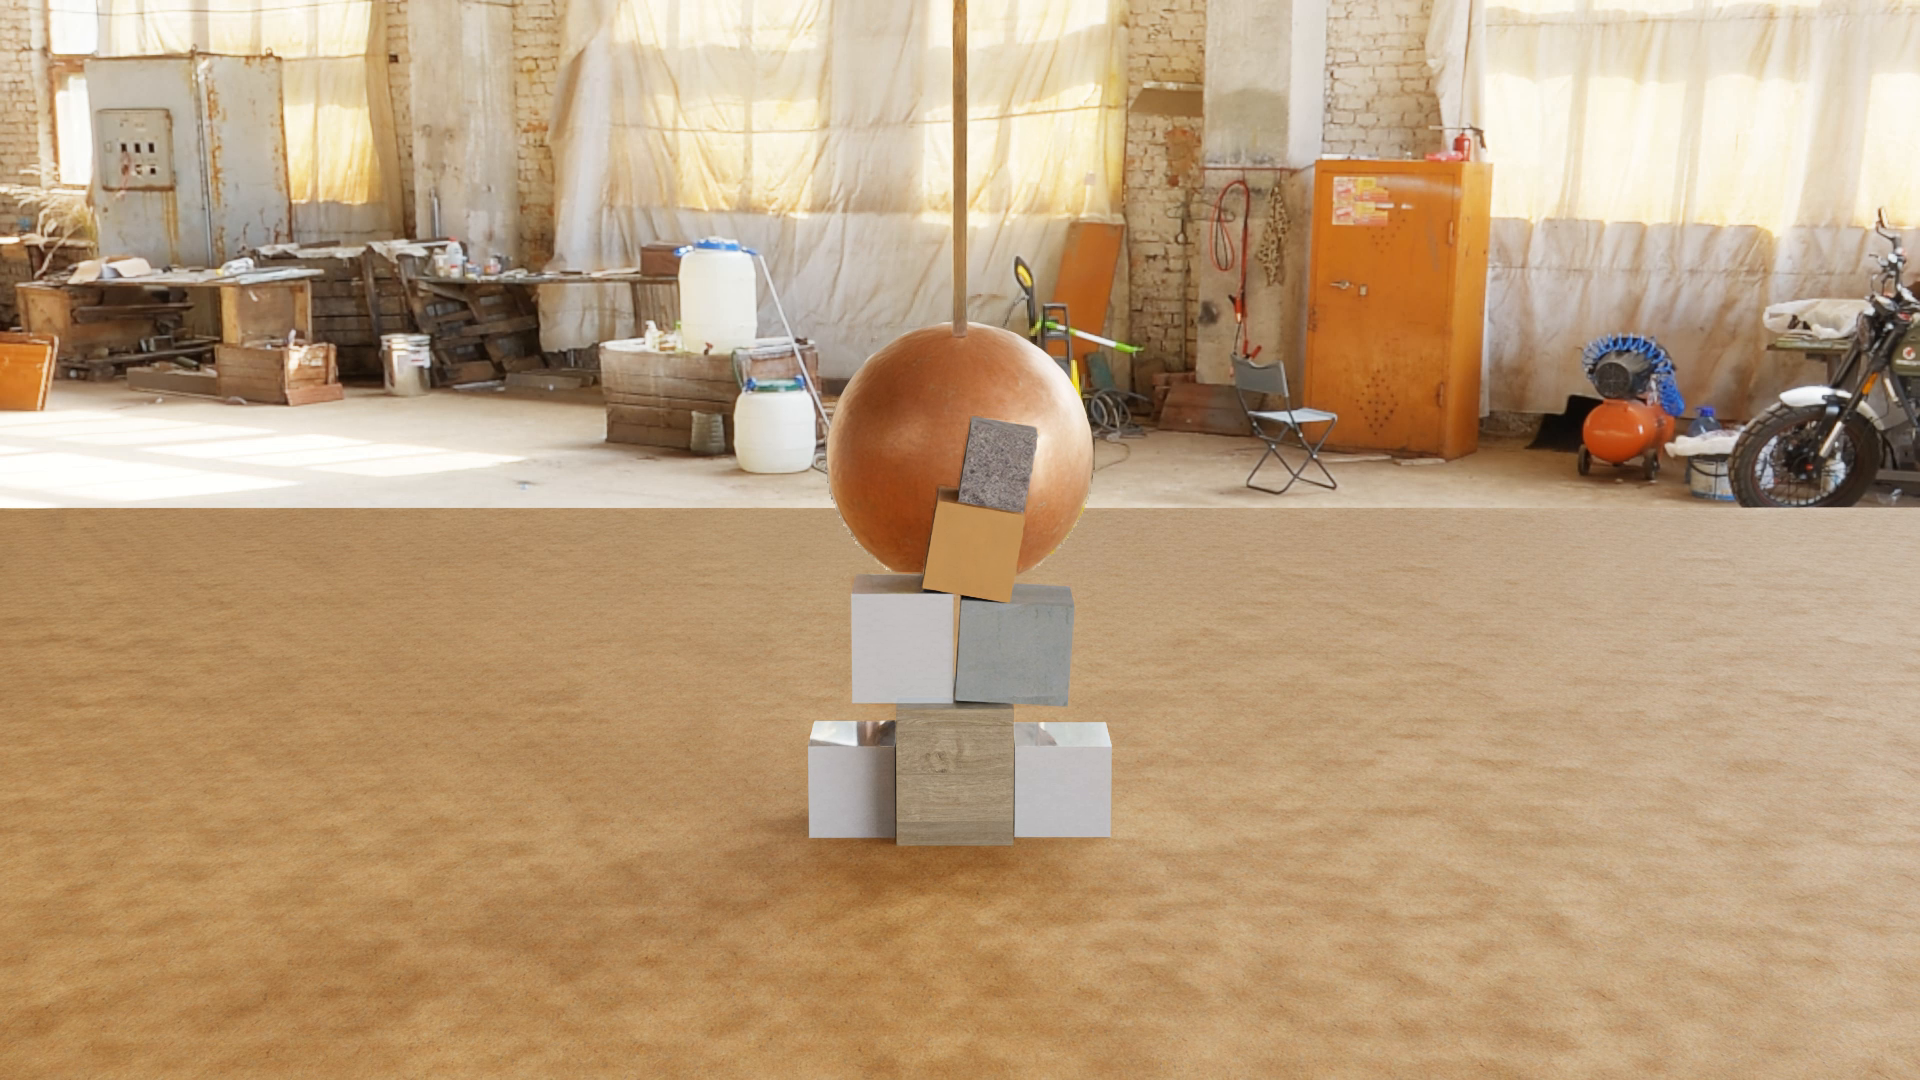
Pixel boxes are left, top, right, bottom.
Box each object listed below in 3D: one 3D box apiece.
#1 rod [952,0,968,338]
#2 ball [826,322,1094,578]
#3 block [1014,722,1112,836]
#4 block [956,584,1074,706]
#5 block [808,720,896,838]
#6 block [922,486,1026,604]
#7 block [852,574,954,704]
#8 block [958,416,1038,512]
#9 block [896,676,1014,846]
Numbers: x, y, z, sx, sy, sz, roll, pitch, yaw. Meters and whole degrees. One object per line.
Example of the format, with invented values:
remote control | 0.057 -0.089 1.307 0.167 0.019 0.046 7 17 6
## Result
rod | 0.000 -3.435 11.469 0.080 5.200 0.080 0 31 0
ball | 0.000 -0.507 13.197 1.600 1.600 1.600 0 10 0
block | 0.524 1.239 11.414 0.491 0.478 0.468 0 10 0
block | 0.275 0.525 11.268 0.567 0.515 0.506 3 10 -1
block | -0.549 1.237 11.417 0.440 0.481 0.494 0 10 0
block | 0.069 0.016 11.166 0.444 0.448 0.493 10 10 -2
block | -0.288 0.500 11.277 0.509 0.562 0.508 0 10 0
block | 0.190 -0.384 11.101 0.337 0.393 0.348 10 10 -2
block | -0.025 1.130 11.366 0.588 0.710 0.686 0 10 0
